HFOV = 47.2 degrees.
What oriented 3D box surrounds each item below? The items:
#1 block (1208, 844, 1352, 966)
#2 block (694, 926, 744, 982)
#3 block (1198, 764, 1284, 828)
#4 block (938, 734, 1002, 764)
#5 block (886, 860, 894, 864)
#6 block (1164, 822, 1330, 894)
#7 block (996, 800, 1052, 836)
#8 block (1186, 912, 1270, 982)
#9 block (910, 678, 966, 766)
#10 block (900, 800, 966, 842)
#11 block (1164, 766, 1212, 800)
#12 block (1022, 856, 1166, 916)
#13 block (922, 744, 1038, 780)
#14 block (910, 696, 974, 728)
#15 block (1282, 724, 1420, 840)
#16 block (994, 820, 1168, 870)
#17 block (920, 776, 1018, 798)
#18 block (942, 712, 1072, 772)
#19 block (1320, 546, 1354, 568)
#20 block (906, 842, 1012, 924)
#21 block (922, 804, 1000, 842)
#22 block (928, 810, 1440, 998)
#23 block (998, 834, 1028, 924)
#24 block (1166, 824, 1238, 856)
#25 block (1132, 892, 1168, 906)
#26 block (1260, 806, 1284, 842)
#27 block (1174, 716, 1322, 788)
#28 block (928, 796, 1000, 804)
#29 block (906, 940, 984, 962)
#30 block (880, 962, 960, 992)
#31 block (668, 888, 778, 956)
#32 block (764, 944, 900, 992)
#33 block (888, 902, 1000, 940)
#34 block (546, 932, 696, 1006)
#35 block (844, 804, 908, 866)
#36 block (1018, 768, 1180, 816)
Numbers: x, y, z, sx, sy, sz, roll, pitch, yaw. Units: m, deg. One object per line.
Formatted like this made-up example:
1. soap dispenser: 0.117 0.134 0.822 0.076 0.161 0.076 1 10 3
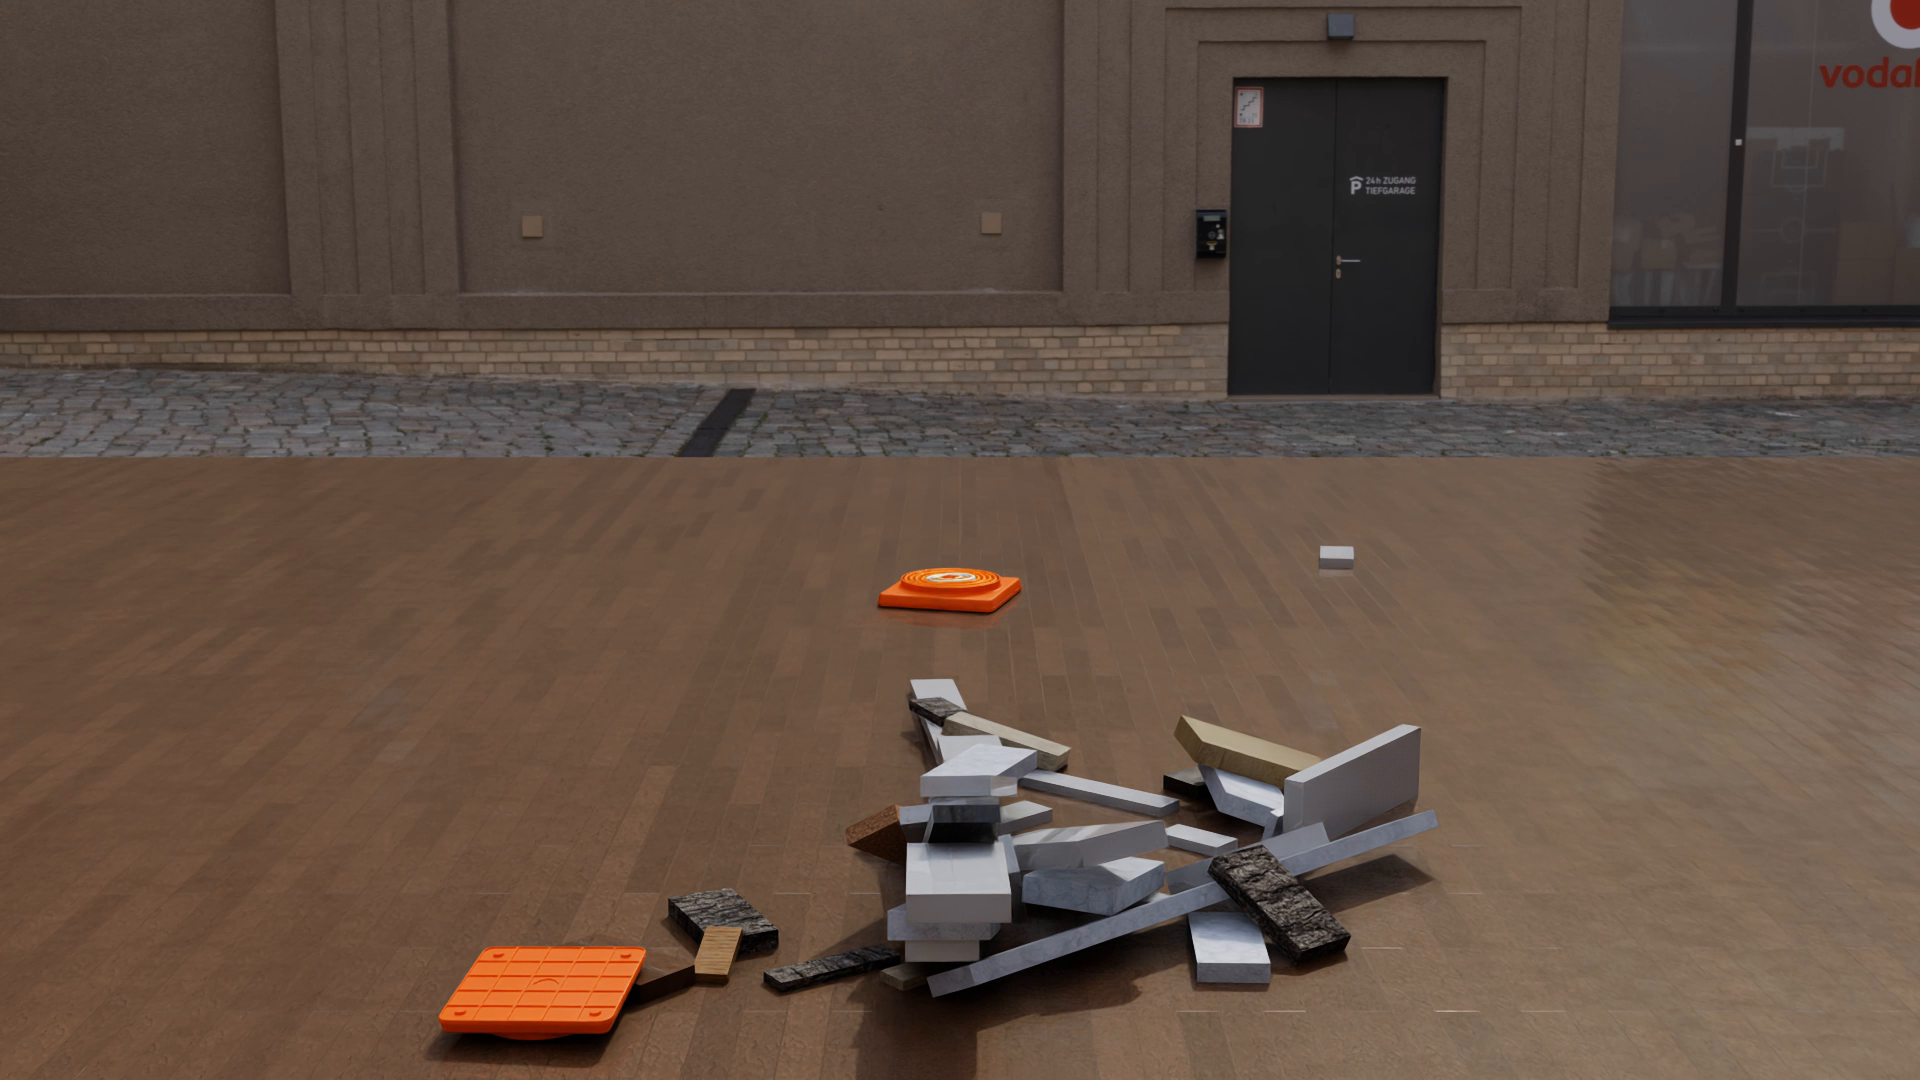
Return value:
1. block: 0.499 0.569 3.443 0.109 0.031 0.218 -8 39 -37
2. block: -0.368 0.627 3.332 0.055 0.016 0.111 1 29 7
3. block: 0.530 0.465 4.097 0.134 0.038 0.267 19 11 -6
4. block: 0.024 0.418 4.200 0.120 0.034 0.239 -1 9 -4
5. block: -0.041 0.504 3.728 0.117 0.033 0.235 -2 -19 -18
6. block: 0.484 0.535 3.704 0.267 0.038 0.134 -9 -13 -41
7. block: 0.094 0.511 4.039 0.146 0.021 0.073 -10 14 -42
8. block: 0.412 0.626 3.390 0.109 0.031 0.218 0 11 2
9. block: -0.020 0.395 4.561 0.097 0.027 0.879 -1 9 -6
10. block: -0.027 0.473 3.500 0.103 0.029 0.206 -8 -31 6
11. block: 0.500 0.464 4.274 0.193 0.027 0.097 -8 13 -37
12. block: 0.220 0.553 3.564 0.148 0.042 0.297 5 2 21
13. block: 0.037 0.420 3.979 0.120 0.034 0.239 5 11 25
14. block: -0.040 0.361 4.625 0.073 0.021 0.180 -4 9 -22
15. block: 0.724 0.454 4.037 0.038 0.134 0.458 8 13 37
16. block: 0.164 0.501 3.583 0.149 0.042 0.463 -10 -5 -24
17. block: 0.017 0.416 3.708 0.117 0.033 0.235 -2 -8 12
18. block: 0.093 0.402 4.390 0.239 0.034 0.120 17 7 14
19. block: 1.114 0.050 6.502 0.097 0.027 0.194 2 11 9
20. block: -0.005 0.505 3.257 0.149 0.042 0.298 0 6 -1
21. block: -0.003 0.470 3.440 0.103 0.029 0.206 1 -31 -8
22. block: 0.390 0.569 3.520 1.054 0.031 0.109 -10 -12 -39
23. block: 0.084 0.540 3.496 0.021 0.146 0.073 -13 48 -3
24. block: 0.422 0.535 3.916 0.130 0.018 0.065 9 14 40
25. block: 0.312 0.592 3.618 0.098 0.014 0.049 9 14 40
26. block: 0.591 0.505 3.942 0.018 0.065 0.130 30 27 35
27. block: 0.567 0.417 4.187 0.297 0.042 0.148 18 11 -14
28. block: 0.003 0.489 3.806 0.117 0.033 0.235 0 -20 -2
29. block: -0.021 0.607 3.284 0.107 0.030 0.214 -1 -7 3
30. block: -0.059 0.649 3.306 0.111 0.016 0.055 -9 14 -39
31. block: -0.378 0.607 3.493 0.107 0.030 0.214 -5 12 -26
32. block: -0.192 0.646 3.322 0.206 0.016 0.055 -7 13 -33
33. block: -0.021 0.575 3.326 0.149 0.042 0.298 -1 -7 4
34. block: -0.511 0.642 3.306 0.214 0.030 0.107 9 14 40
35. block: -0.082 0.487 3.570 0.103 0.029 0.206 -29 -35 25
36. block: 0.262 0.482 4.202 0.330 0.018 0.065 8 13 37
